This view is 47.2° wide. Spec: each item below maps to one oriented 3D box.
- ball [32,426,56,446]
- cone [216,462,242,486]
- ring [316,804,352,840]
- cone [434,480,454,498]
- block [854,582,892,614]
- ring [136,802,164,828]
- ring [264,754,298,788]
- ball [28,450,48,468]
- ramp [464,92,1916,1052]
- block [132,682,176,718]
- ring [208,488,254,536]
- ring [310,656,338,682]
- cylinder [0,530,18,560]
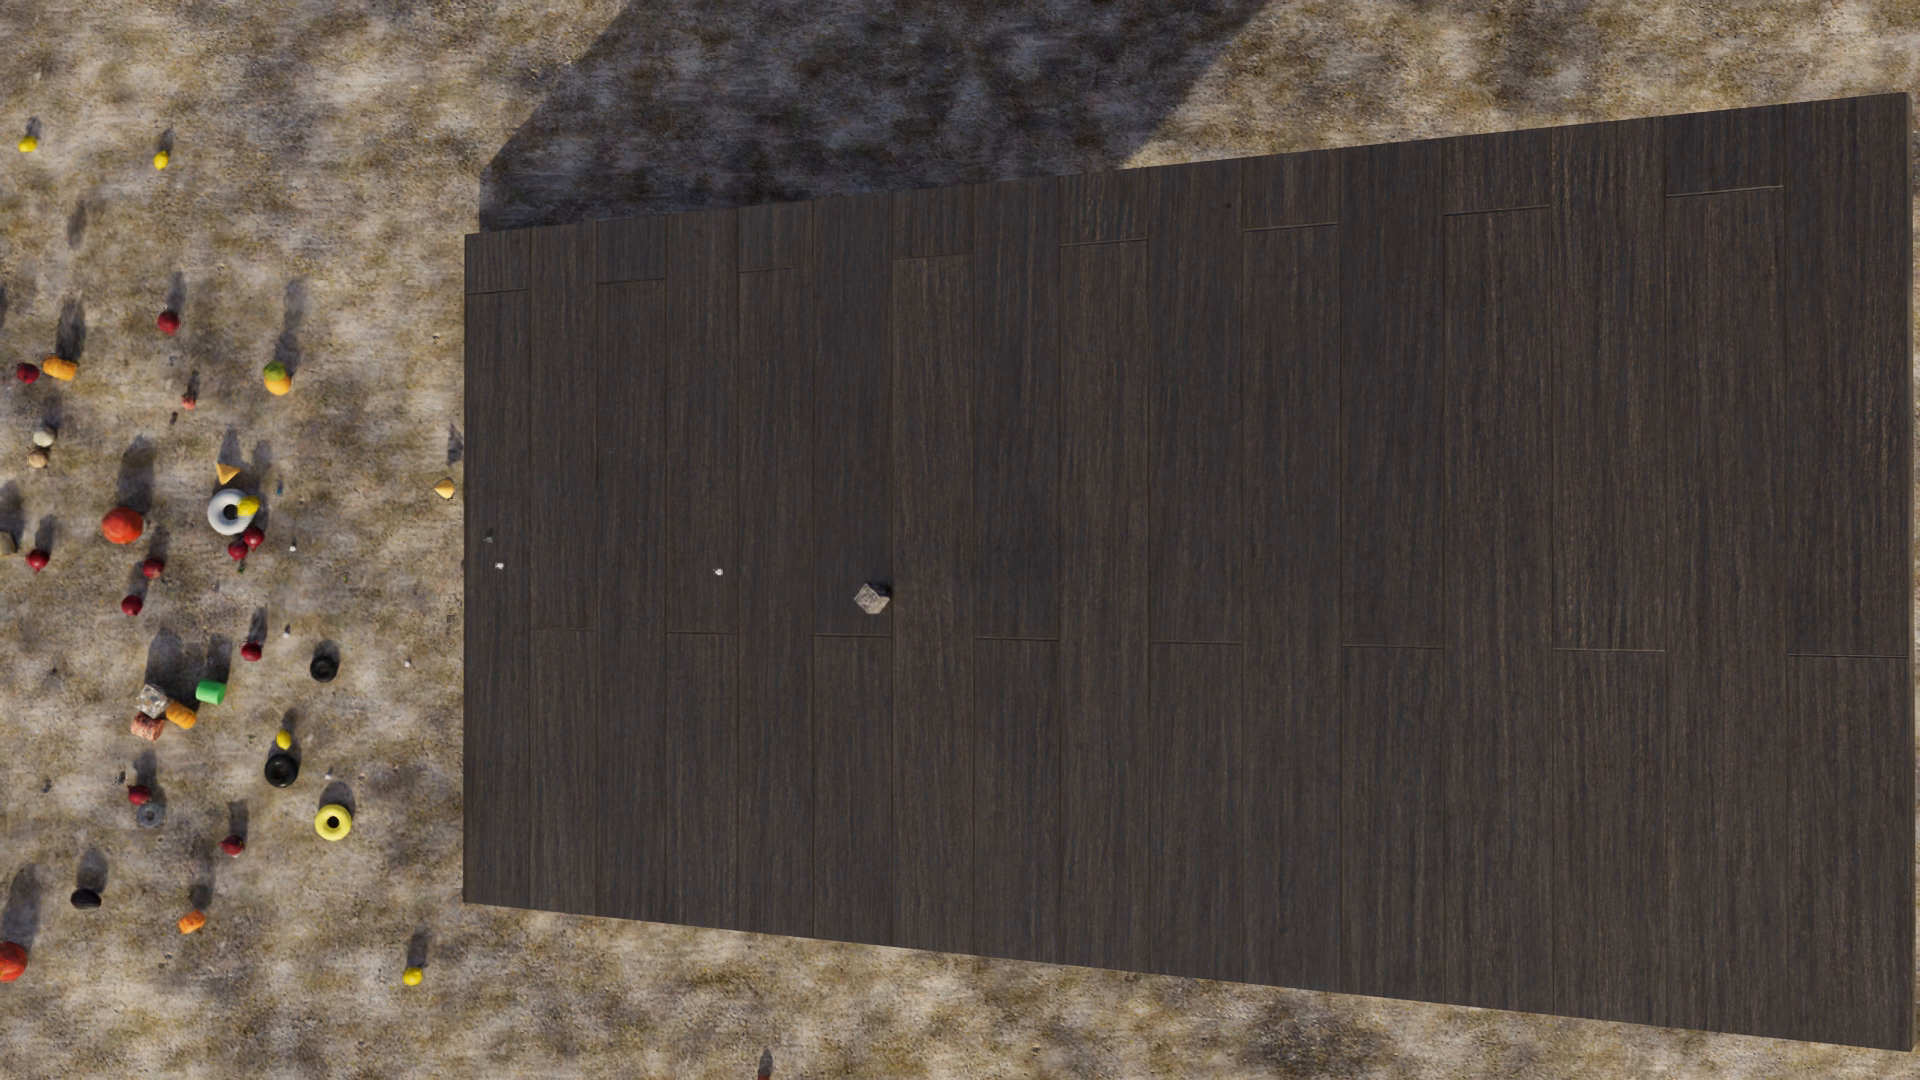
[{"bbox_3d":[-2.768,-0.314,6.643,0.064,0.064,0.064,0,89,0],"label":"ball"},{"bbox_3d":[-2.205,-0.209,6.658,0.072,0.072,0.072,-17,89,-27],"label":"cone"},{"bbox_3d":[-1.894,0.853,6.646,0.110,0.037,0.110,0,89,-1],"label":"ring"},{"bbox_3d":[-1.561,-0.153,6.602,0.056,0.056,0.056,0,89,33],"label":"cone"},{"bbox_3d":[-0.232,0.153,5.823,0.058,0.058,0.058,45,110,23],"label":"block"},{"bbox_3d":[-2.449,0.833,6.651,0.082,0.027,0.082,0,90,-1],"label":"ring"},{"bbox_3d":[-2.052,0.698,6.649,0.102,0.034,0.102,0,89,1],"label":"ring"},{"bbox_3d":[-2.786,-0.245,6.647,0.055,0.055,0.055,0,89,0],"label":"ball"},{"bbox_3d":[0.269,0.074,5.625,4.000,0.100,2.000,0,89,30],"label":"ramp"},{"bbox_3d":[-2.428,0.483,6.630,0.076,0.076,0.076,33,90,0],"label":"block"},{"bbox_3d":[-2.203,-0.085,6.649,0.144,0.048,0.144,0,88,0],"label":"ring"},{"bbox_3d":[-1.926,0.391,6.655,0.083,0.028,0.083,0,91,0],"label":"ring"},{"bbox_3d":[-2.894,0.018,6.635,0.074,0.074,0.074,-19,89,0],"label":"cylinder"}]
